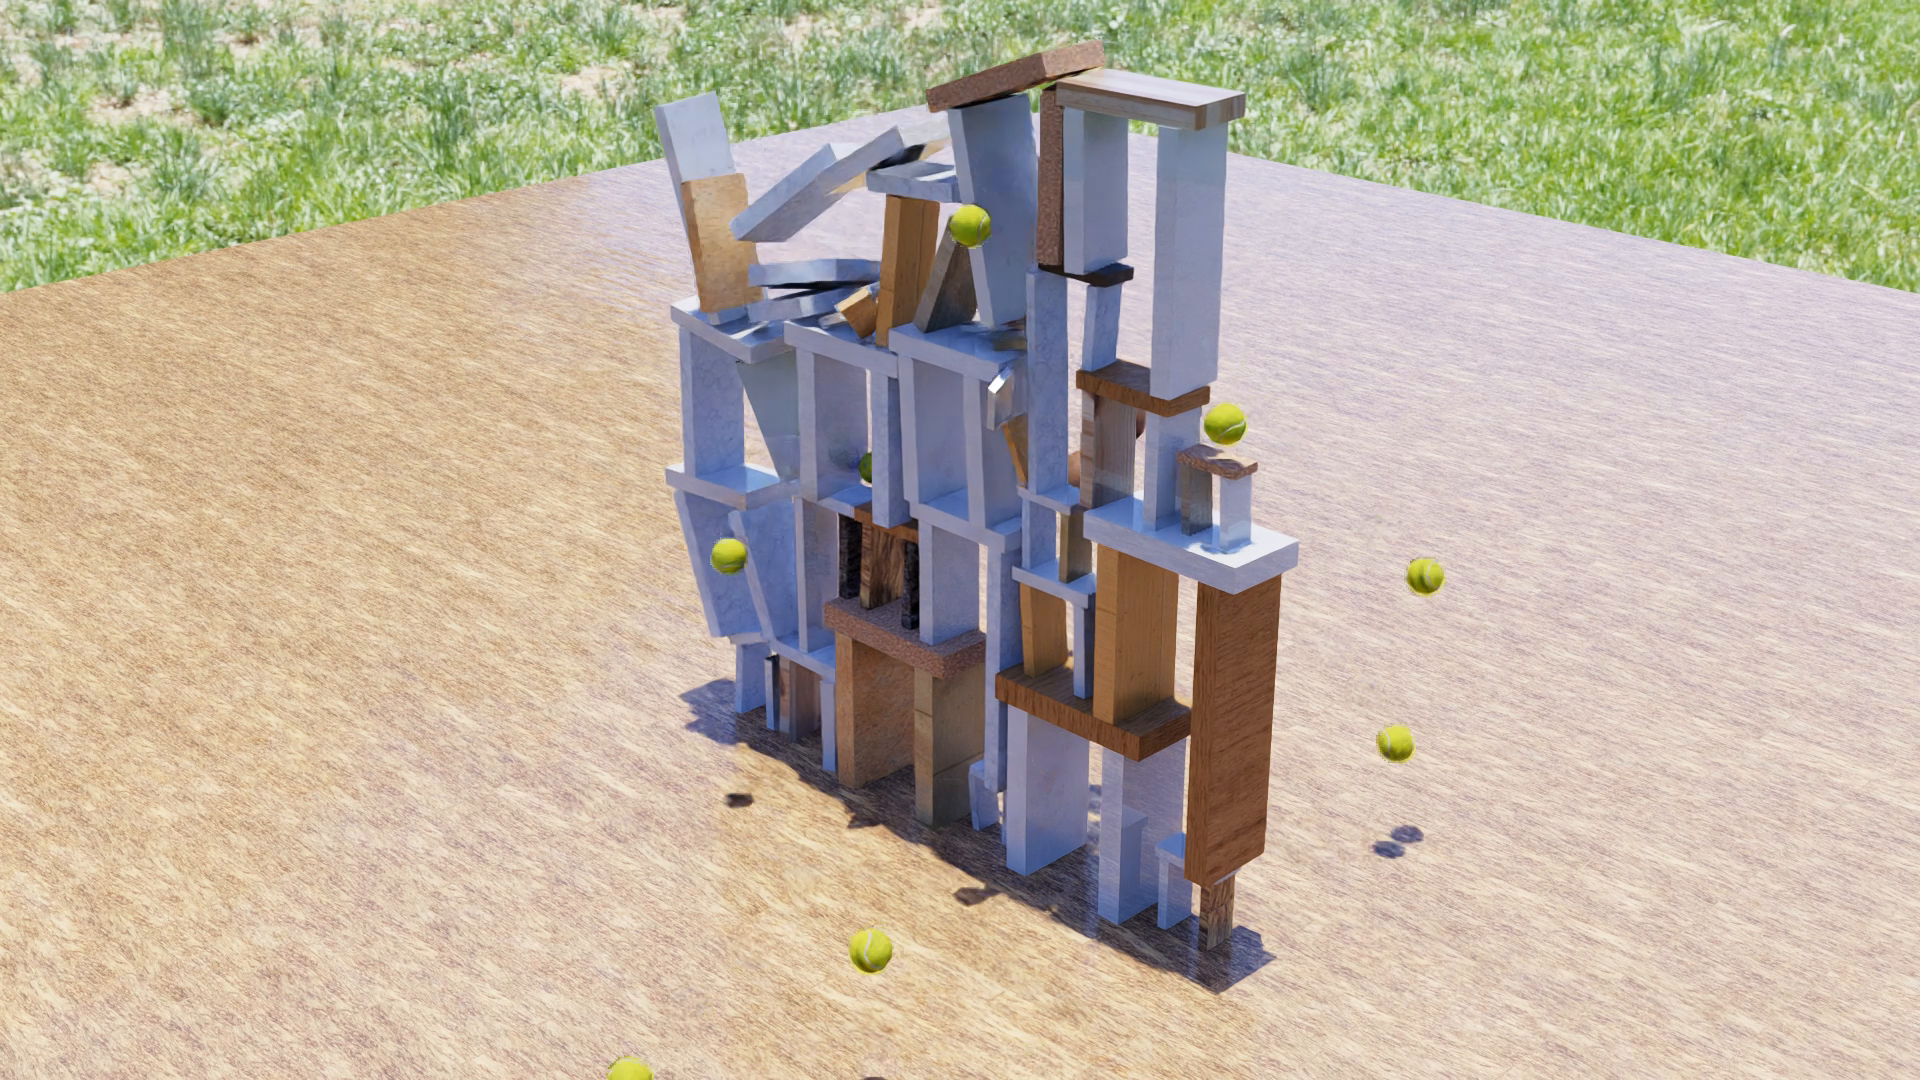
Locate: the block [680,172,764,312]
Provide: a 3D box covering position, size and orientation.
[{"bbox_3d":[-0.479,-0.601,4.440,0.131,0.262,0.037,-17,15,-38],"label":"block"}]

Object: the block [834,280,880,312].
[{"bbox_3d":[-0.173,-0.464,4.166,0.124,0.018,0.062,-23,-3,40],"label":"block"}]

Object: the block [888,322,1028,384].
[{"bbox_3d":[0.019,-0.353,4.043,0.143,0.041,0.286,-21,31,-40],"label":"block"}]

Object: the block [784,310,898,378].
[{"bbox_3d":[-0.176,-0.384,4.240,0.311,0.044,0.156,20,30,39],"label":"block"}]

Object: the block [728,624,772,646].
[{"bbox_3d":[-0.421,0.201,4.770,0.083,0.023,0.166,-21,9,-40],"label":"block"}]

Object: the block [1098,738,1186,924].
[{"bbox_3d":[0.338,0.519,4.083,0.050,0.356,0.178,21,31,41],"label":"block"}]

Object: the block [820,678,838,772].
[{"bbox_3d":[-0.255,0.371,4.618,0.030,0.209,0.104,9,25,20],"label":"block"}]

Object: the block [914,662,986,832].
[{"bbox_3d":[-0.010,0.390,4.395,0.049,0.348,0.174,21,31,41],"label":"block"}]

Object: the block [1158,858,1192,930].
[{"bbox_3d":[0.399,0.641,4.064,0.021,0.146,0.073,21,31,41],"label":"block"}]

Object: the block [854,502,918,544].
[{"bbox_3d":[-0.108,-0.040,4.316,0.188,0.027,0.094,20,30,39],"label":"block"}]

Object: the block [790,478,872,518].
[{"bbox_3d":[-0.247,-0.094,4.447,0.187,0.027,0.094,21,31,39],"label":"block"}]

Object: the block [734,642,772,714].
[{"bbox_3d":[-0.456,0.295,4.852,0.023,0.166,0.083,27,34,38],"label":"block"}]

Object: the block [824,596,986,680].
[{"bbox_3d":[-0.091,0.175,4.393,0.174,0.049,0.348,-21,31,-40],"label":"block"}]

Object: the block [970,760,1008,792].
[{"bbox_3d":[0.083,0.464,4.336,0.060,0.017,0.121,-21,31,-40],"label":"block"}]

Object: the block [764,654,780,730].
[{"bbox_3d":[-0.384,0.324,4.785,0.023,0.166,0.083,21,31,41],"label":"block"}]

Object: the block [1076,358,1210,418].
[{"bbox_3d":[0.311,-0.262,3.759,0.107,0.030,0.213,-20,30,-39],"label":"block"}]

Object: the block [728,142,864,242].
[{"bbox_3d":[-0.303,-0.682,4.329,0.298,0.042,0.149,-32,-13,34],"label":"block"}]

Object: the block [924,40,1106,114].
[{"bbox_3d":[0.094,-0.796,3.784,0.148,0.042,0.297,-21,11,-40],"label":"block"}]

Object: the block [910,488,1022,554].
[{"bbox_3d":[0.038,-0.044,4.150,0.127,0.036,0.254,-21,31,-40],"label":"block"}]

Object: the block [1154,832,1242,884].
[{"bbox_3d":[0.433,0.577,4.000,0.073,0.021,0.146,-21,31,-40],"label":"block"}]

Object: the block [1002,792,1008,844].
[{"bbox_3d":[0.111,0.538,4.337,0.060,0.121,0.017,-21,31,-40],"label":"block"}]

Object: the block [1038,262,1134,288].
[{"bbox_3d":[0.216,-0.468,3.785,0.152,0.022,0.076,22,31,39],"label":"block"}]

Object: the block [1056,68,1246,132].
[{"bbox_3d":[0.310,-0.719,3.585,0.279,0.040,0.139,19,30,37],"label":"block"}]

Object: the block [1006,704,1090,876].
[{"bbox_3d":[0.171,0.453,4.237,0.050,0.355,0.178,21,31,41],"label":"block"}]

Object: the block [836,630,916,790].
[{"bbox_3d":[-0.173,0.326,4.547,0.049,0.348,0.174,21,31,41],"label":"block"}]

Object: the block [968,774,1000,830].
[{"bbox_3d":[0.048,0.514,4.394,0.060,0.121,0.017,-21,24,-41],"label":"block"}]

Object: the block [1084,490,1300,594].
[{"bbox_3d":[0.396,-0.002,3.794,0.170,0.048,0.340,-21,31,-40],"label":"block"}]

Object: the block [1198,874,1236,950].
[{"bbox_3d":[0.467,0.668,4.001,0.021,0.146,0.073,21,31,41],"label":"block"}]

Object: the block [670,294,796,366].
[{"bbox_3d":[-0.462,-0.445,4.547,0.136,0.039,0.273,-25,40,-35],"label":"block"}]

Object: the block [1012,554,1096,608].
[{"bbox_3d":[0.196,0.072,4.034,0.187,0.027,0.094,21,33,40],"label":"block"}]

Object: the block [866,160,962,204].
[{"bbox_3d":[-0.046,-0.650,3.992,0.123,0.035,0.247,-19,24,-36],"label":"block"}]

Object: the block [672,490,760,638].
[{"bbox_3d":[-0.519,0.037,4.811,0.140,0.329,0.040,-20,9,-40],"label":"block"}]

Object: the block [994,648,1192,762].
[{"bbox_3d":[0.254,0.299,4.081,0.356,0.050,0.178,21,31,41],"label":"block"}]

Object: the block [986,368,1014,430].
[{"bbox_3d":[0.072,-0.250,3.915,0.016,0.115,0.058,31,62,18],"label":"block"}]

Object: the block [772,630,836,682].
[{"bbox_3d":[-0.290,0.236,4.629,0.104,0.030,0.209,-20,30,-39],"label":"block"}]

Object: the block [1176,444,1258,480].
[{"bbox_3d":[0.432,-0.132,3.695,0.124,0.018,0.062,21,30,40],"label":"block"}]

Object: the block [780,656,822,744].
[{"bbox_3d":[-0.343,0.323,4.731,0.030,0.209,0.104,20,30,33],"label":"block"}]

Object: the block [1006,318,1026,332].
[{"bbox_3d":[0.112,-0.395,3.960,0.048,0.014,0.095,-15,22,-23],"label":"block"}]

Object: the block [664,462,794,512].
[{"bbox_3d":[-0.492,-0.127,4.721,0.140,0.040,0.280,-20,26,-40],"label":"block"}]

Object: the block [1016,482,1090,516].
[{"bbox_3d":[0.176,-0.081,3.978,0.069,0.020,0.139,-21,31,-37],"label":"block"}]
